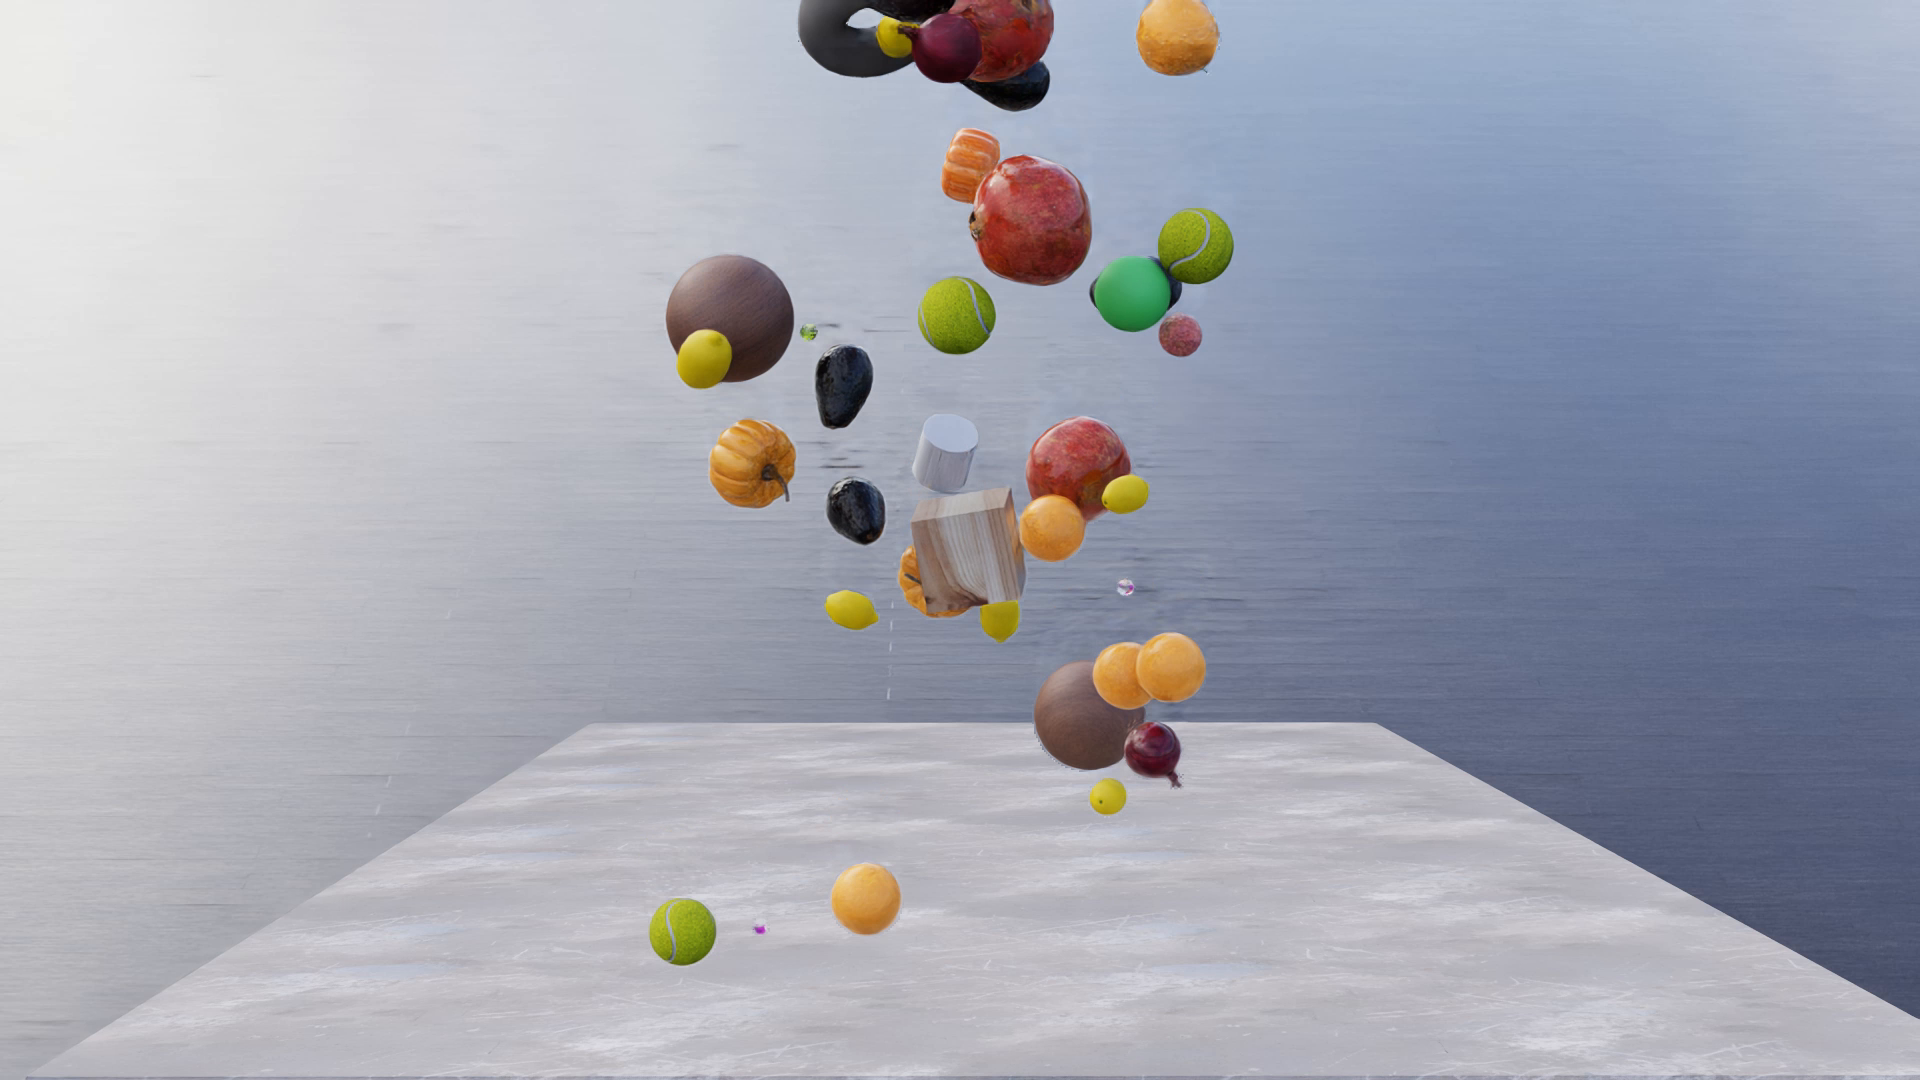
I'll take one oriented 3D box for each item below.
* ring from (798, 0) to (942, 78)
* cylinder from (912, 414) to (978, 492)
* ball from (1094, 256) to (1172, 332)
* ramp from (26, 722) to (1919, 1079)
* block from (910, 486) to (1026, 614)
[{"bbox_3d":[-0.085,-0.493,2.437,0.139,0.139,0.046,-6,56,-12],"label":"ring"},{"bbox_3d":[-0.016,-0.093,2.762,0.060,0.060,0.060,8,44,-8],"label":"cylinder"},{"bbox_3d":[0.159,-0.227,2.375,0.070,0.070,0.070,0,27,0],"label":"ball"},{"bbox_3d":[0.061,0.552,4.589,2.000,0.100,4.000,0,1,0],"label":"ramp"},{"bbox_3d":[0.009,0.009,2.504,0.091,0.091,0.091,-9,13,7],"label":"block"}]
